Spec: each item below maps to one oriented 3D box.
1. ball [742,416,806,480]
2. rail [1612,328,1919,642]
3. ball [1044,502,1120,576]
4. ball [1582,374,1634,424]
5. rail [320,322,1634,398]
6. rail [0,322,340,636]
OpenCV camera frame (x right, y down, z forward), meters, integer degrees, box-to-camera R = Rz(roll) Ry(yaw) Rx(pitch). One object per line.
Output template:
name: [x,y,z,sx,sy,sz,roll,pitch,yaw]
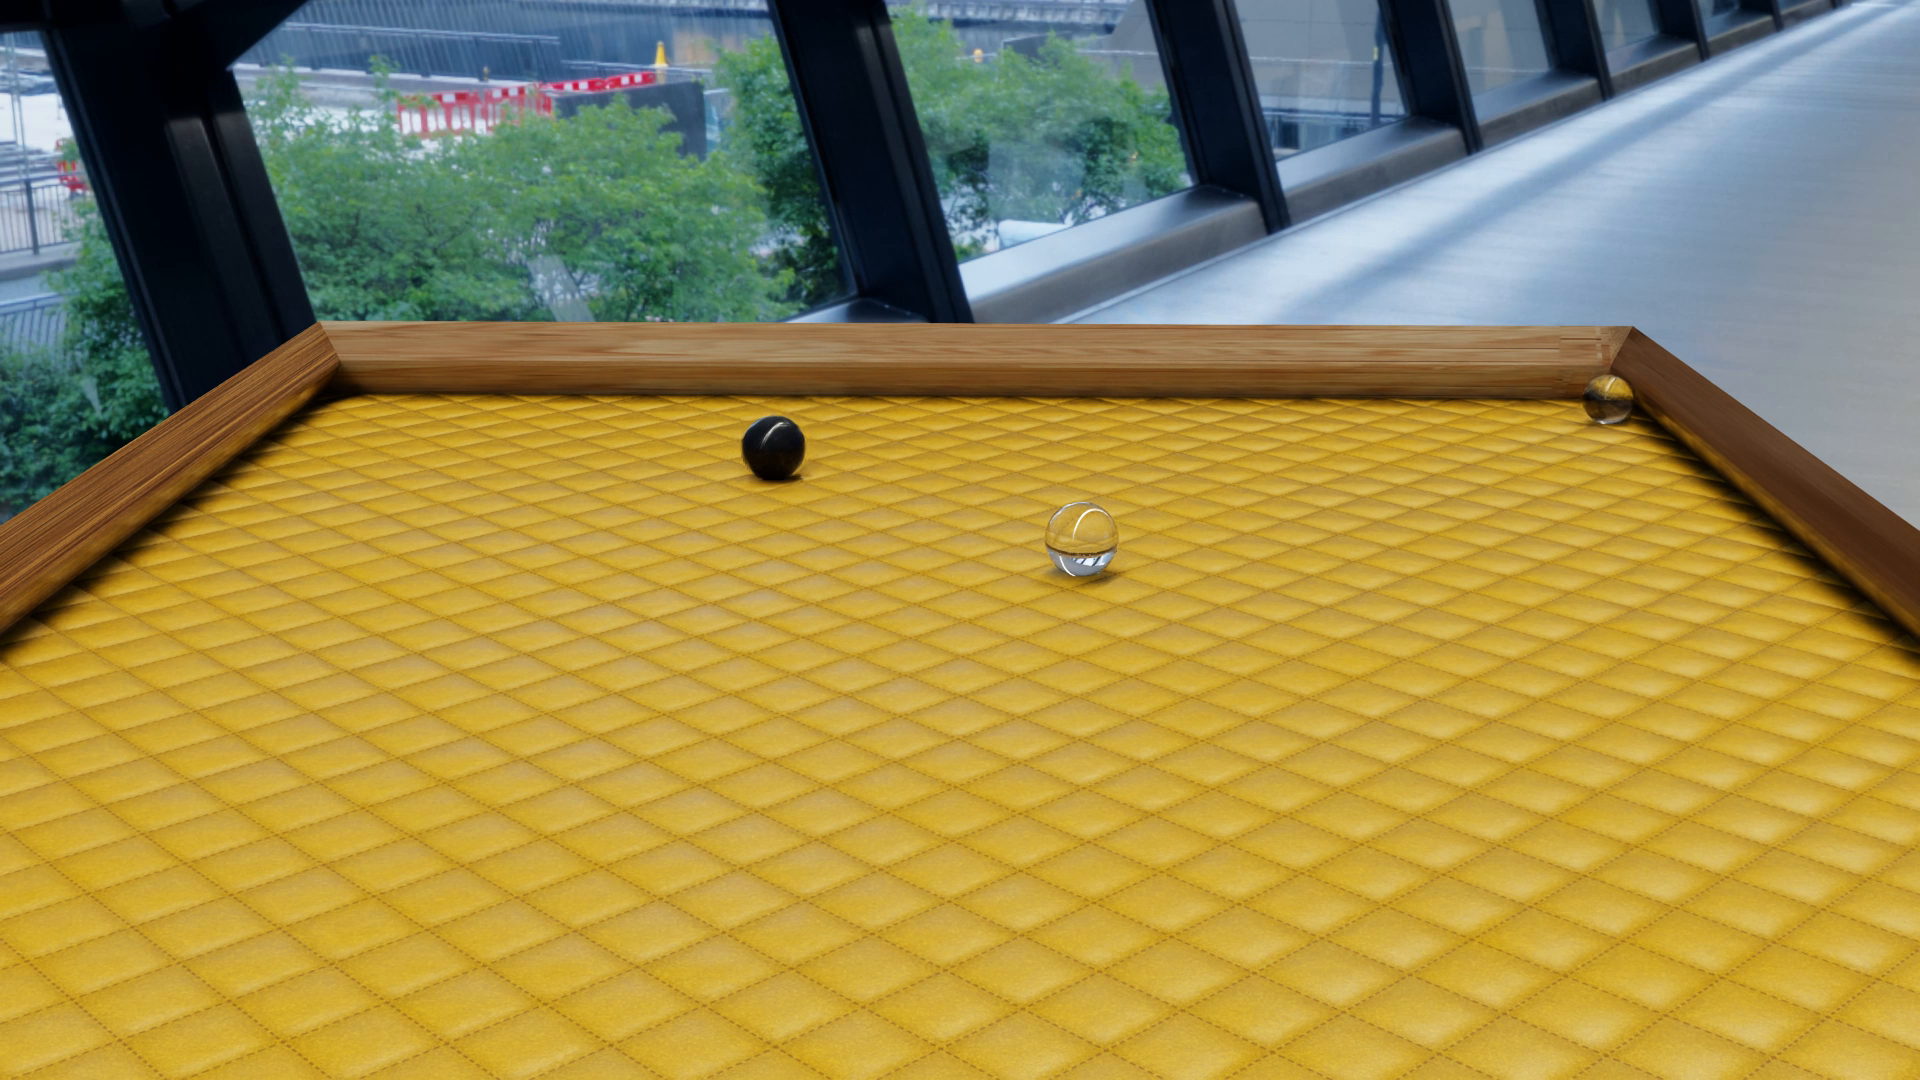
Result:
ball: [-0.273,-0.136,3.230,0.094,0.094,0.094,0,17,0]
rail: [1.071,0.285,1.776,0.045,0.123,4.071,0,17,1]
ball: [0.154,-0.001,2.779,0.095,0.095,0.095,0,17,0]
ball: [1.048,-0.227,3.557,0.080,0.080,0.080,0,17,0]
rail: [0.020,-0.301,3.723,2.231,0.123,0.045,0,17,1]
rail: [-1.112,0.272,1.819,0.045,0.123,4.071,0,17,1]
